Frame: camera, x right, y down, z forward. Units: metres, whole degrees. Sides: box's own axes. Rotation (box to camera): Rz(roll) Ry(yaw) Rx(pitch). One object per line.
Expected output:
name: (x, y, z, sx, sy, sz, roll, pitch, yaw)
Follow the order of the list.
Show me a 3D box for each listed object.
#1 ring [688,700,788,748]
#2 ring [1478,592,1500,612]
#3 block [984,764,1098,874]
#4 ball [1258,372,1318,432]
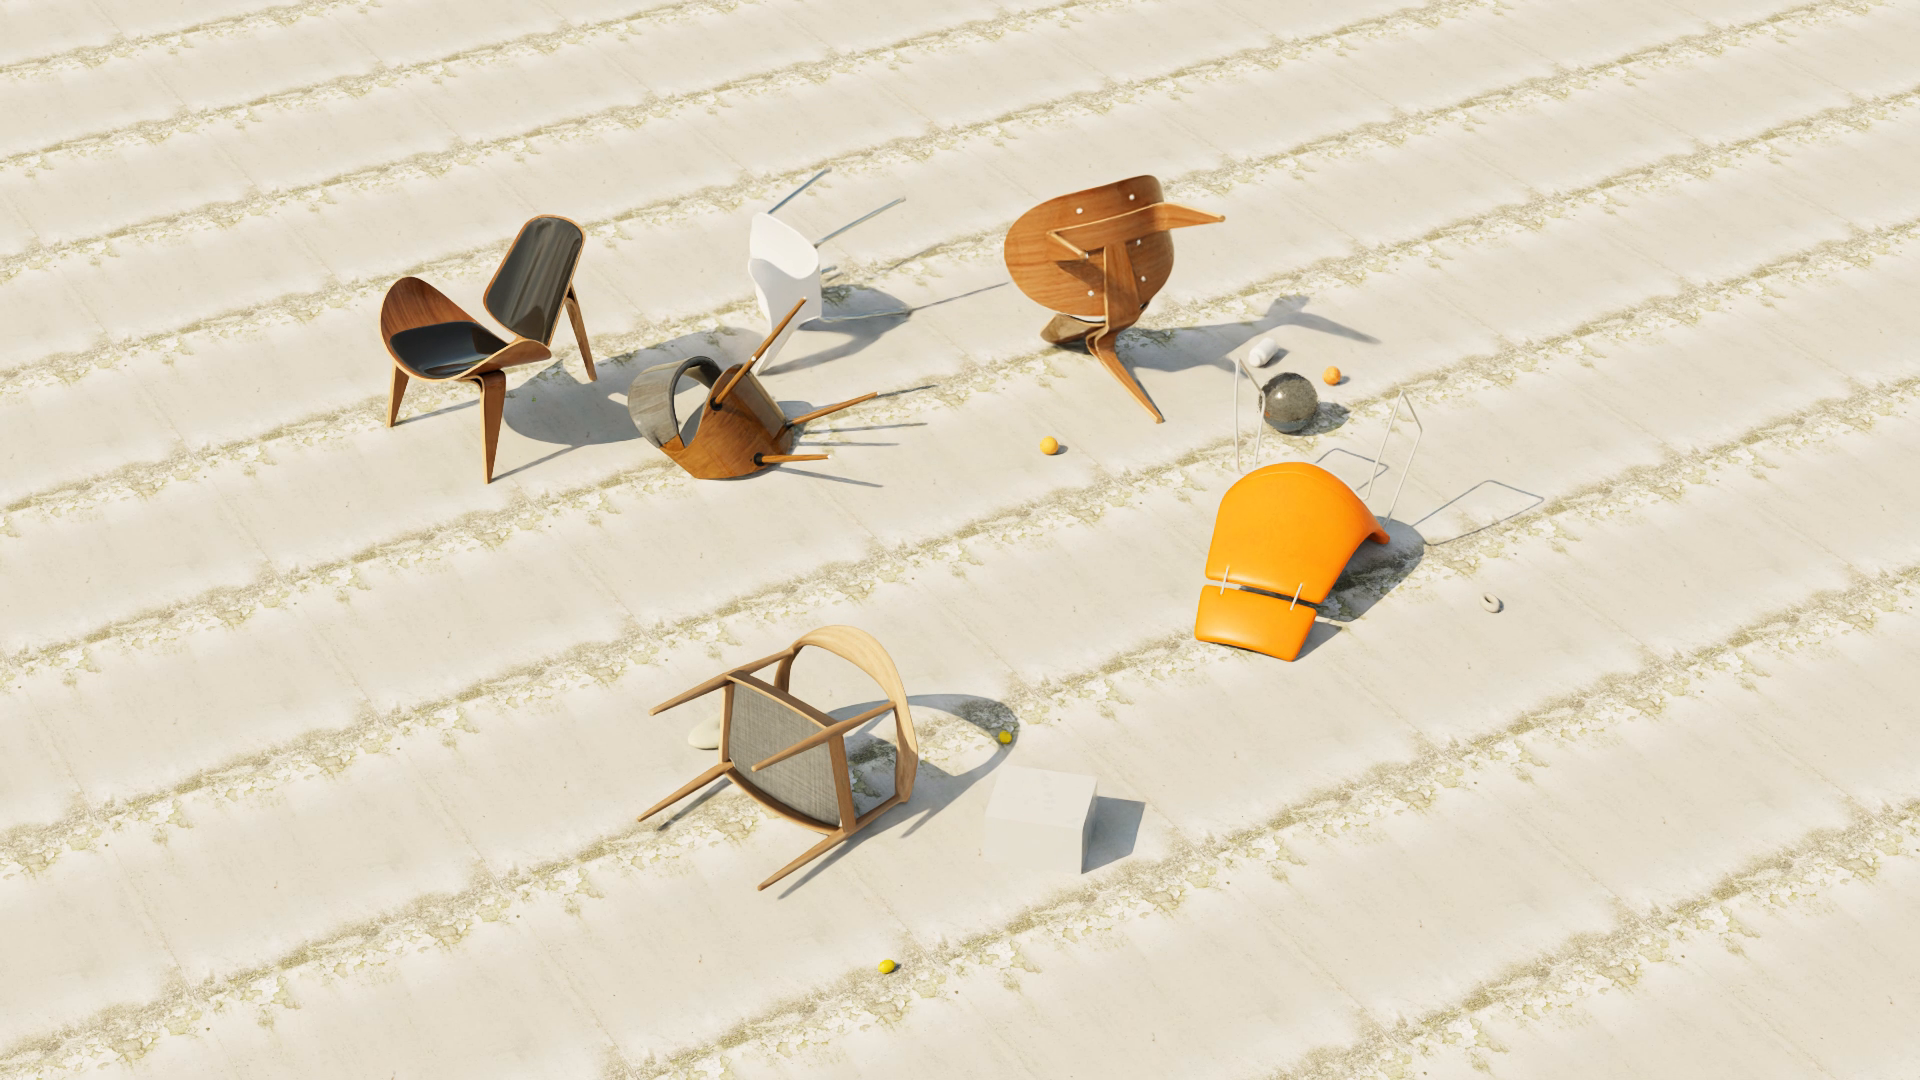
ring: (-0.752, 0.624, 9.955, 0.387, 0.048, 0.168, -21, 38, -28)
ring: (1.910, 0.224, 10.575, 0.067, 0.032, 0.111, -9, 35, -15)
block: (0.261, 0.896, 9.416, 0.315, 0.185, 0.275, 7, 34, 10)
ball: (1.293, -0.544, 11.556, 0.236, 0.236, 0.236, 0, 33, 0)
